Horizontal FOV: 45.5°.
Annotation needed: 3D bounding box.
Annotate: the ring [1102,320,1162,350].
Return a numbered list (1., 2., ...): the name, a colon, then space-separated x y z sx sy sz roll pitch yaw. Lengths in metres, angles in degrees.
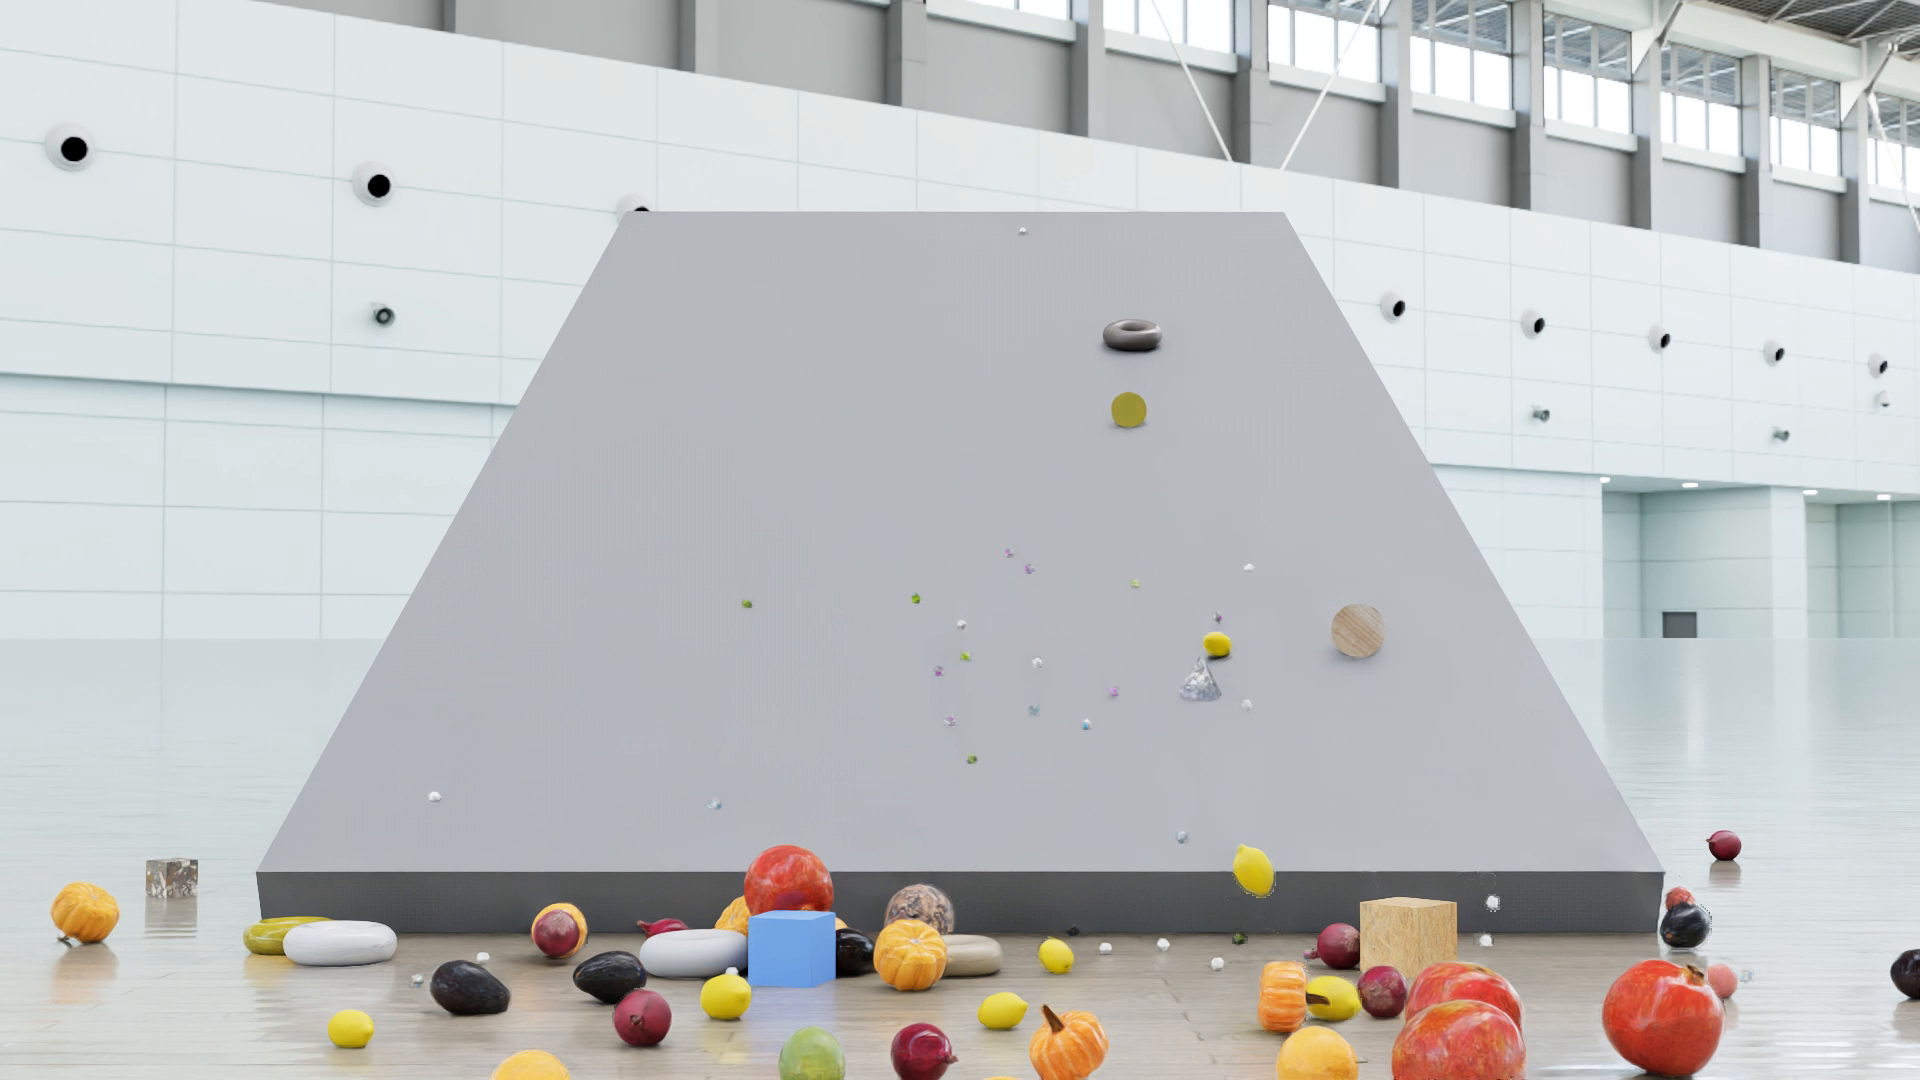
1. ring: 0.426 -0.506 5.656 0.148 0.049 0.148 -1 23 0

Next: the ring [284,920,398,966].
1. ring: -0.811 0.528 2.998 0.145 0.048 0.145 1 -3 0

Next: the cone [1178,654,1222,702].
1. cone: 0.399 0.220 3.789 0.071 0.071 0.071 0 22 0

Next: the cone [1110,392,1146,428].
1. cone: 0.372 -0.285 5.112 0.080 0.080 0.080 0 -5 -2

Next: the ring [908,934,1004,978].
1. ring: -0.005 0.528 2.905 0.123 0.041 0.123 -1 -1 0

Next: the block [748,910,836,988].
1. block: -0.207 0.504 2.827 0.082 0.082 0.082 -1 -2 19

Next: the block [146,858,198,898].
1. block: -1.290 0.553 3.748 0.058 0.058 0.058 -2 -3 38

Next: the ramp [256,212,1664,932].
1. ramp: -0.006 -0.218 5.128 2.000 0.100 4.000 0 22 0

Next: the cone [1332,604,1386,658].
1. cone: 0.686 0.159 3.983 0.094 0.094 0.094 0 -5 2

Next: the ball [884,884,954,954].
1. ball: -0.054 0.507 3.053 0.094 0.094 0.094 0 -2 0

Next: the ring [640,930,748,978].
1. ring: -0.334 0.524 2.904 0.144 0.048 0.144 -1 -2 0

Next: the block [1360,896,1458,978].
1. block: 0.571 0.505 2.914 0.087 0.087 0.087 2 -3 -45

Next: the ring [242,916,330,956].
1. ring: -0.903 0.535 3.094 0.128 0.043 0.128 -1 -3 0
